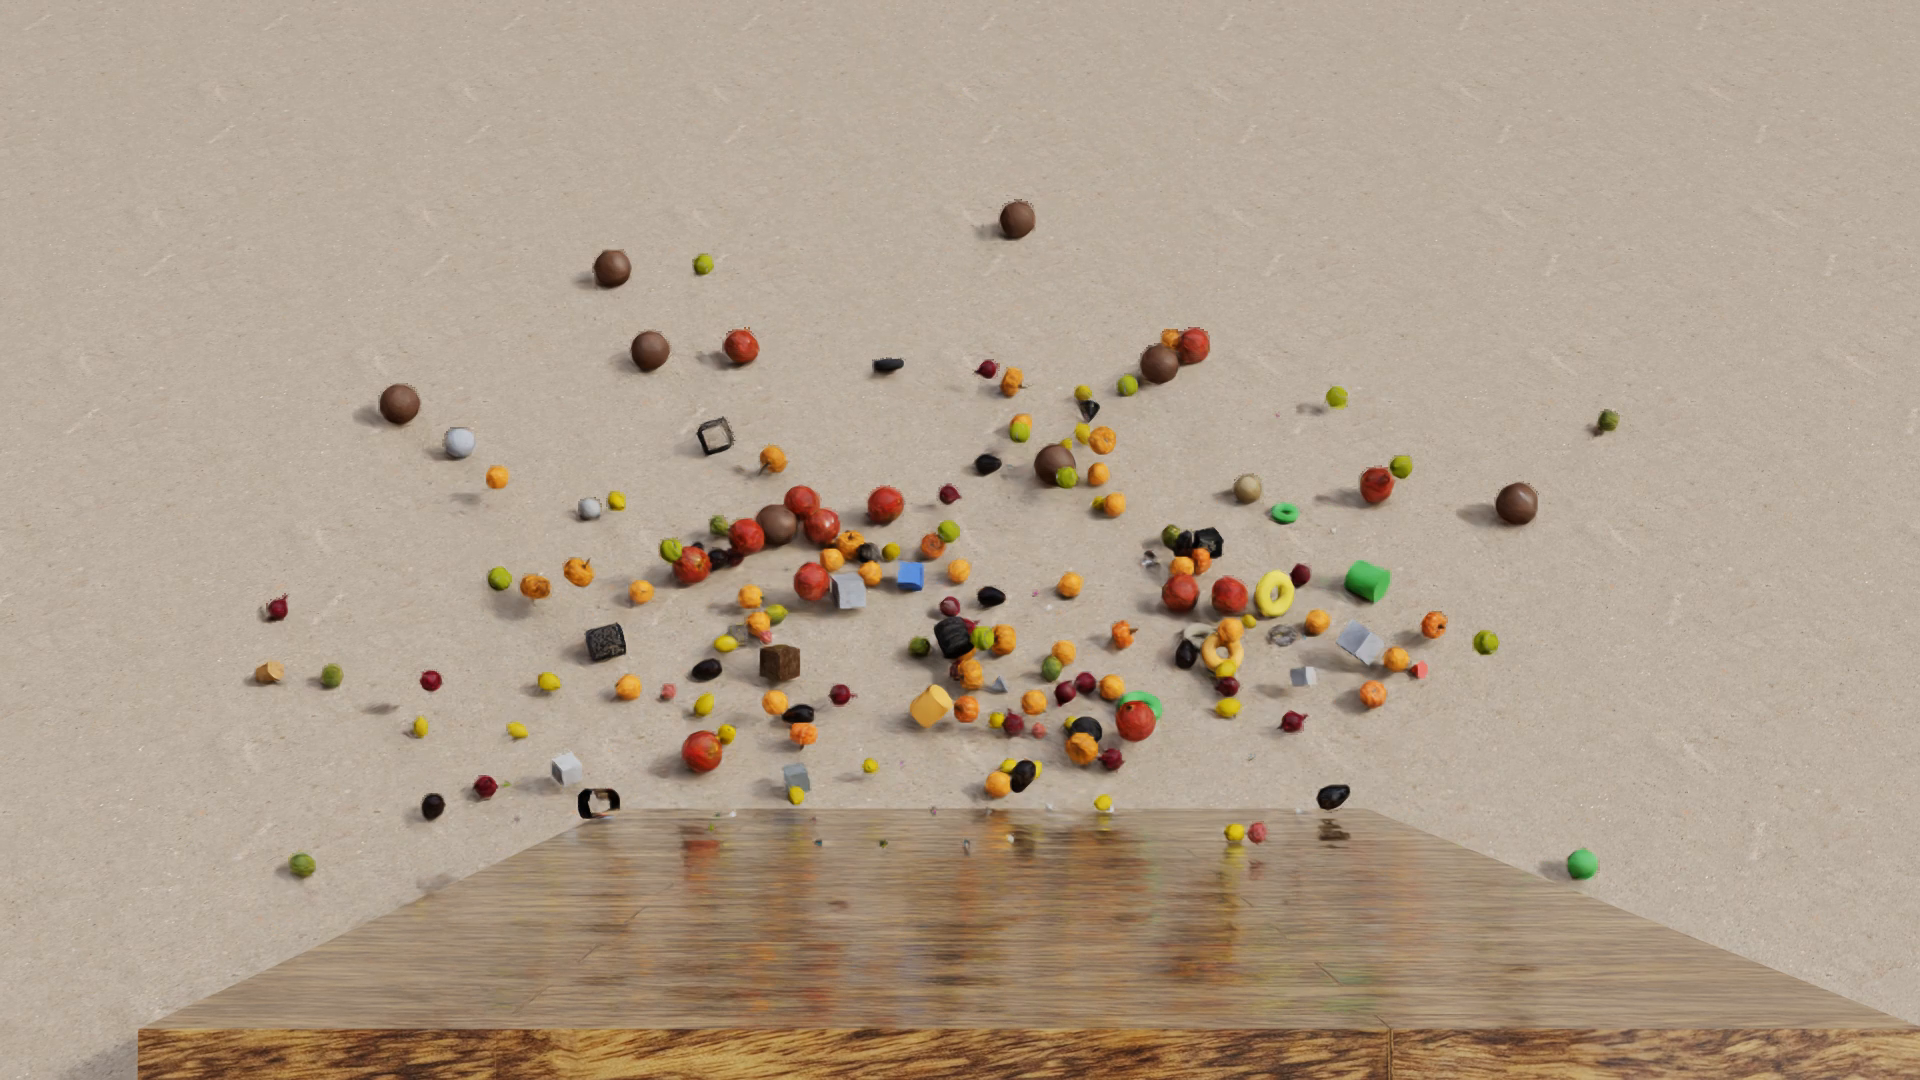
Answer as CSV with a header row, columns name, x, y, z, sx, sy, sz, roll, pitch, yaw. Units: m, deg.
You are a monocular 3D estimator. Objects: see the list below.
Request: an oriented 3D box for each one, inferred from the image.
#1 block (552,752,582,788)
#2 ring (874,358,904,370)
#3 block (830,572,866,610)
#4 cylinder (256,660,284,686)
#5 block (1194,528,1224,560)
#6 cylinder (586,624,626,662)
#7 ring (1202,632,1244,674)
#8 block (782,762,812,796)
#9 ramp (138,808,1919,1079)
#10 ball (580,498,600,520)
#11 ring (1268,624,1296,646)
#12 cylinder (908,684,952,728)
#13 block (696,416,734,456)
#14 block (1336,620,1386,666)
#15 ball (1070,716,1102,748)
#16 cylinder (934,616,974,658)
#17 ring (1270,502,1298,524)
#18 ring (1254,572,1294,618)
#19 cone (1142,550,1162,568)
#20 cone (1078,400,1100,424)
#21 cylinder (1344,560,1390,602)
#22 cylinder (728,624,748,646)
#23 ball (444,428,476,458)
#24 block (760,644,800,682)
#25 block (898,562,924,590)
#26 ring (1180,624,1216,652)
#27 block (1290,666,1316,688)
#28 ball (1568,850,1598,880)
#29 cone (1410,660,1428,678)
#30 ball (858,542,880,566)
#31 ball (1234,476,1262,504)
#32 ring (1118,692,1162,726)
name,x,y,z,sx,sy,sz,roll,pitch,yaw
block,-1.062,0.620,7.028,0.059,0.059,0.059,-21,43,-31
ring,-0.241,-0.589,8.735,0.104,0.035,0.104,-4,6,0
block,-0.330,0.150,7.685,0.080,0.080,0.080,-8,18,-18
cylinder,-1.968,0.378,7.420,0.058,0.058,0.058,-24,22,35
block,0.756,0.012,7.927,0.066,0.066,0.066,-12,38,-15
cylinder,-1.024,0.296,7.519,0.094,0.094,0.094,-14,39,-18
ring,0.755,0.325,7.477,0.126,0.042,0.126,4,68,-10
block,-0.441,0.646,7.031,0.060,0.060,0.060,-13,25,-8
ramp,0.080,0.680,4.905,2.000,0.100,4.000,0,-2,0
ball,-1.149,-0.096,8.074,0.065,0.065,0.065,0,37,0
ring,0.942,0.278,7.601,0.082,0.027,0.082,1,36,-1
cylinder,-0.081,0.462,7.240,0.087,0.087,0.087,40,22,-20
block,-0.784,-0.332,8.343,0.083,0.083,0.083,-16,21,12
block,1.148,0.294,7.457,0.083,0.083,0.083,-55,43,1
ball,0.348,0.533,7.205,0.090,0.090,0.090,0,37,0
cylinder,-0.019,0.280,7.455,0.090,0.090,0.090,-12,70,-16
ring,1.010,-0.084,8.088,0.087,0.029,0.087,0,37,0
ring,0.928,0.160,7.675,0.137,0.137,0.046,-23,18,-28
cone,0.592,0.060,7.897,0.055,0.055,0.055,8,27,-37
cone,0.420,-0.406,8.510,0.072,0.072,0.072,4,57,5
cylinder,1.214,0.123,7.751,0.098,0.098,0.098,24,43,29
cylinder,-0.647,0.277,7.575,0.057,0.057,0.057,-3,37,-5
ball,-1.603,-0.311,8.338,0.096,0.096,0.096,0,37,0
block,-0.512,0.350,7.425,0.081,0.081,0.081,13,17,42
block,-0.146,0.107,7.772,0.066,0.066,0.066,3,73,9
ring,0.700,0.285,7.584,0.112,0.037,0.112,0,38,0
block,0.971,0.387,7.358,0.051,0.051,0.051,-13,-8,37
ball,1.626,0.847,6.791,0.078,0.078,0.078,0,37,0
cone,1.308,0.374,7.475,0.052,0.052,0.052,-3,26,45
ball,-0.276,0.042,7.884,0.070,0.070,0.070,0,37,0
ball,0.901,-0.159,8.139,0.088,0.088,0.088,0,37,0
ring,0.508,0.474,7.323,0.128,0.043,0.128,3,36,-2
